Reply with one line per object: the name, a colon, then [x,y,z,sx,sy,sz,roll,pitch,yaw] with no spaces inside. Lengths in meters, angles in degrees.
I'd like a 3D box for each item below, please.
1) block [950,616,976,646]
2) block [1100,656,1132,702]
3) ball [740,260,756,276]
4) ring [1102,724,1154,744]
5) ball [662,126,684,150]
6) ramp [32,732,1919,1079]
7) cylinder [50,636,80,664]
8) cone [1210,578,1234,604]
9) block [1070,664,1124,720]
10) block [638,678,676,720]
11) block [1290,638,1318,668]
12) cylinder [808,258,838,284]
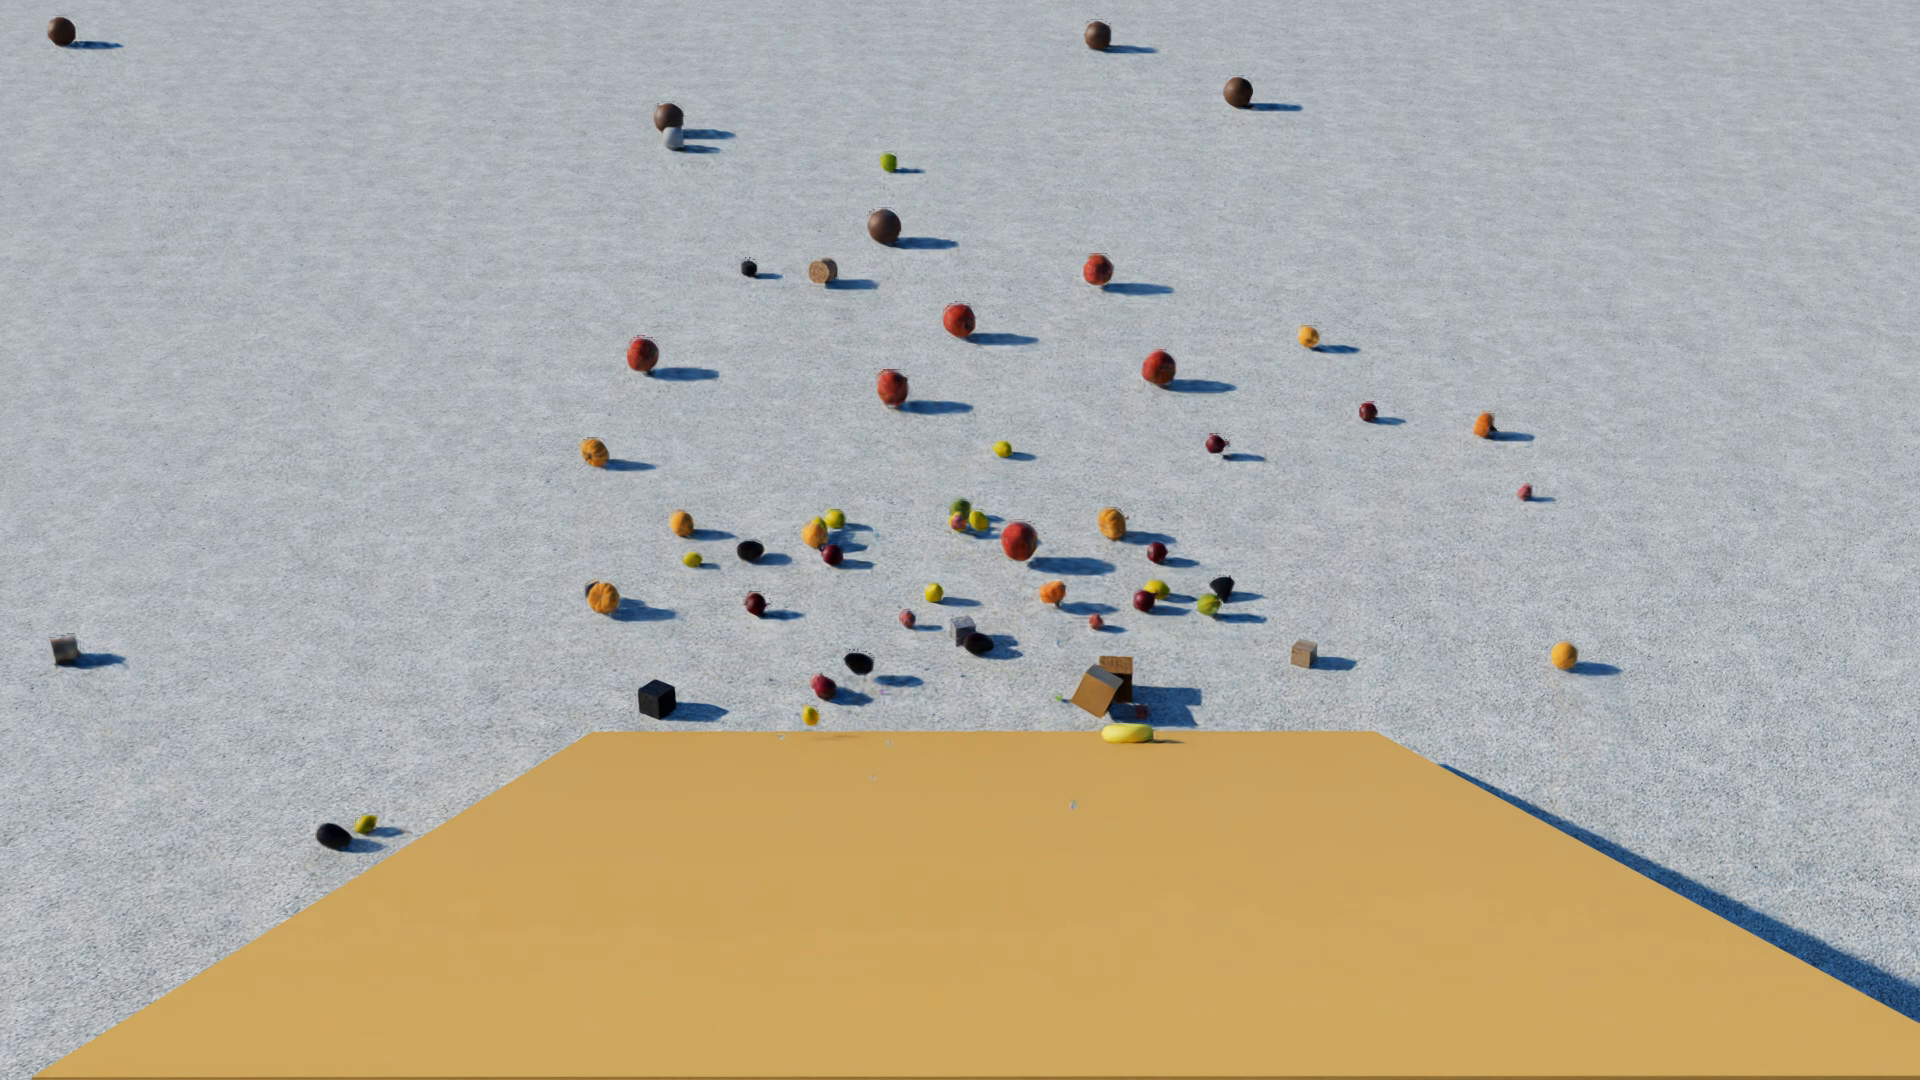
block: [0.009,0.253,7.177,0.058,0.058,0.058,-8,29,-14]
block: [0.416,0.373,6.918,0.090,0.090,0.090,2,28,3]
ball: [-0.782,-1.005,9.558,0.060,0.060,0.060,0,28,0]
ring: [0.409,0.472,6.299,0.127,0.042,0.127,0,-1,0]
ball: [-1.200,-1.680,10.795,0.096,0.096,0.096,0,28,0]
ramp: [0.063,0.565,4.604,2.000,0.100,4.000,0,1,0]
cylinder: [-2.454,0.300,7.083,0.065,0.065,0.065,-14,31,-22]
cone: [0.754,0.155,7.393,0.071,0.071,0.071,-4,60,-8]
block: [0.363,0.399,6.817,0.092,0.092,0.092,30,20,9]
block: [-0.803,0.423,6.846,0.069,0.069,0.069,18,33,30]
block: [0.942,0.311,7.073,0.054,0.054,0.054,15,31,26]
cylinder: [-0.502,-0.986,9.481,0.082,0.082,0.082,11,16,20]
